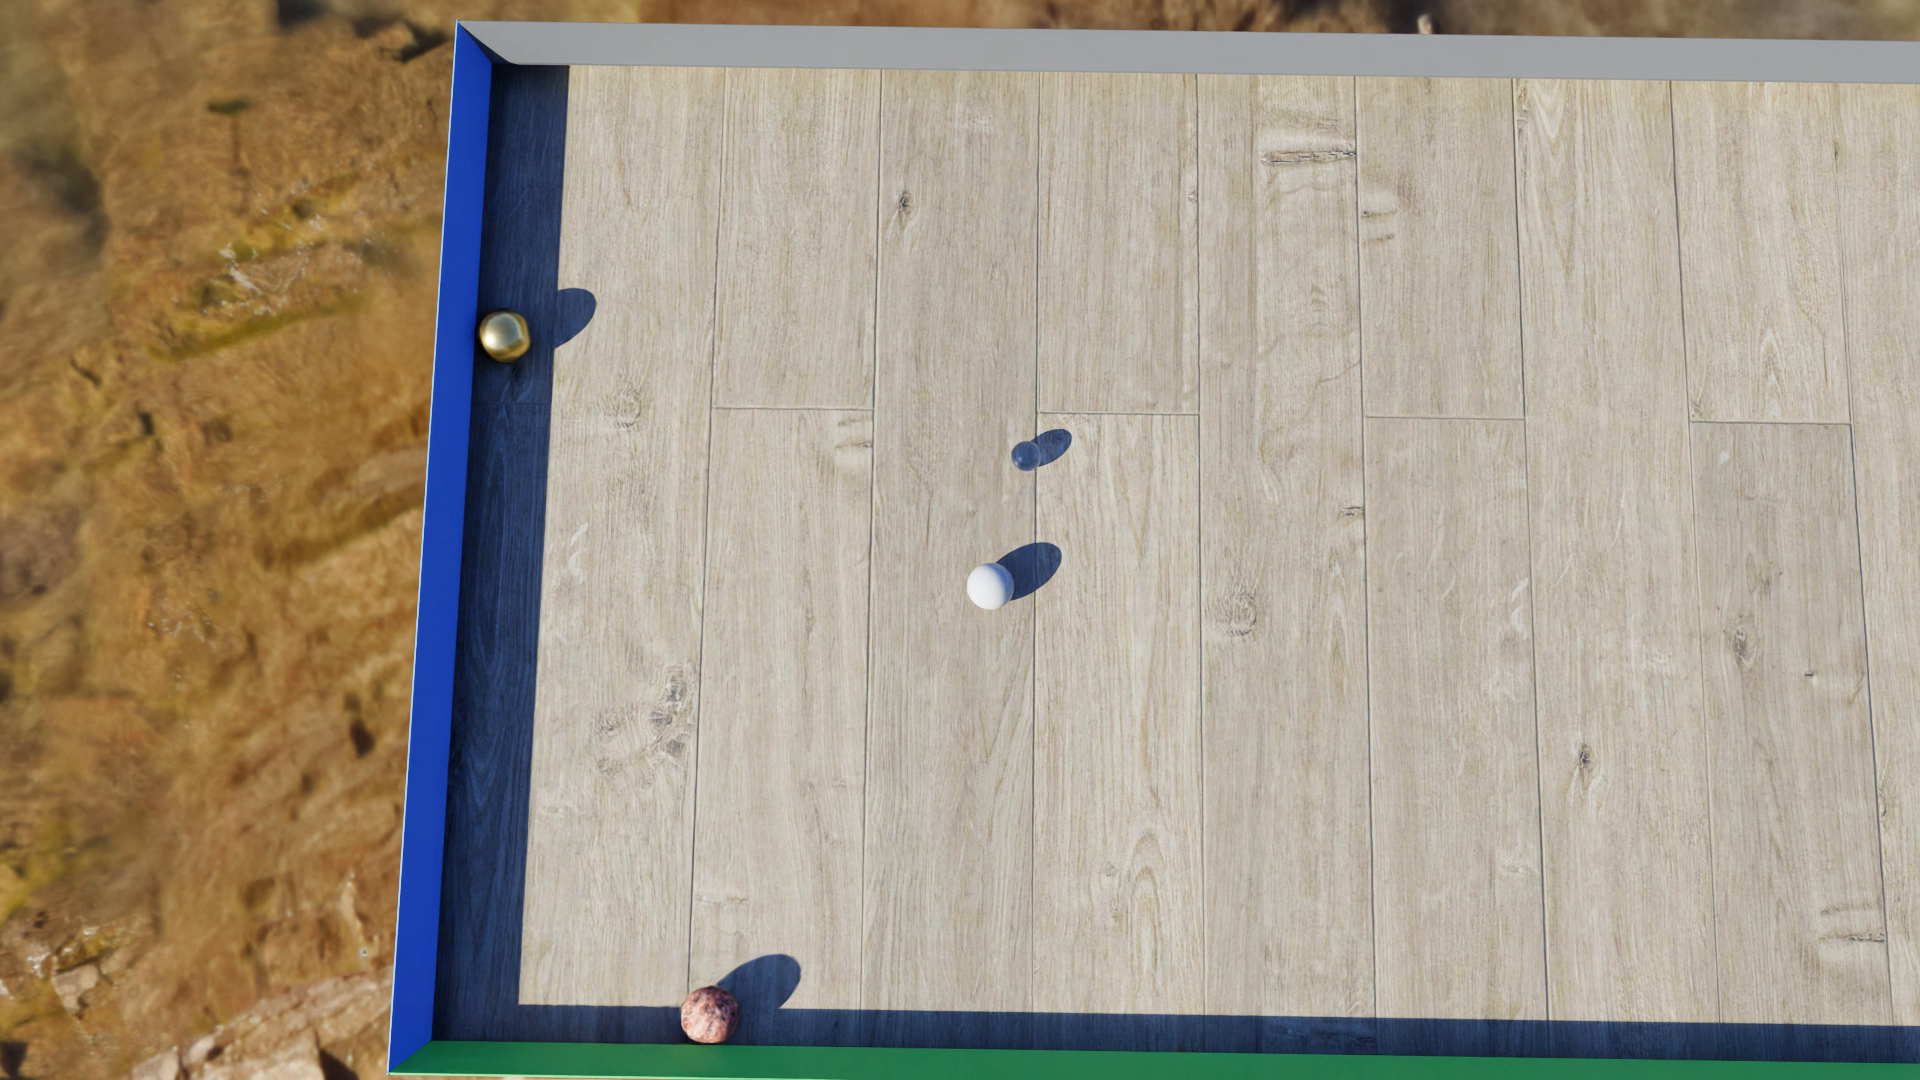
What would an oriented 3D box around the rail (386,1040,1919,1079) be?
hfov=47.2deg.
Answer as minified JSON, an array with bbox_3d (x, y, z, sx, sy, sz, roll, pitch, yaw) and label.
[{"bbox_3d":[0.777,0.758,3.123,3.154,0.112,0.045,1,78,0],"label":"rail"}]

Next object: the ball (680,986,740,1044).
[{"bbox_3d":[-0.359,0.682,3.154,0.084,0.084,0.084,0,78,0],"label":"ball"}]

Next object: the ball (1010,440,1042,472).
[{"bbox_3d":[0.101,-0.127,3.340,0.047,0.047,0.047,0,78,0],"label":"ball"}]

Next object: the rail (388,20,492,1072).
[{"bbox_3d":[-0.765,-0.016,3.283,0.045,0.112,1.580,1,78,0],"label":"rail"}]

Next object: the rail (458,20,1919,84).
[{"bbox_3d":[0.800,-0.743,3.432,3.154,0.112,0.045,1,78,0],"label":"rail"}]

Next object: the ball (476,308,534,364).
[{"bbox_3d":[-0.696,-0.311,3.357,0.086,0.086,0.086,0,78,0],"label":"ball"}]

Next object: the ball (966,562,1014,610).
[{"bbox_3d":[0.046,0.069,3.287,0.071,0.071,0.071,0,78,0],"label":"ball"}]
